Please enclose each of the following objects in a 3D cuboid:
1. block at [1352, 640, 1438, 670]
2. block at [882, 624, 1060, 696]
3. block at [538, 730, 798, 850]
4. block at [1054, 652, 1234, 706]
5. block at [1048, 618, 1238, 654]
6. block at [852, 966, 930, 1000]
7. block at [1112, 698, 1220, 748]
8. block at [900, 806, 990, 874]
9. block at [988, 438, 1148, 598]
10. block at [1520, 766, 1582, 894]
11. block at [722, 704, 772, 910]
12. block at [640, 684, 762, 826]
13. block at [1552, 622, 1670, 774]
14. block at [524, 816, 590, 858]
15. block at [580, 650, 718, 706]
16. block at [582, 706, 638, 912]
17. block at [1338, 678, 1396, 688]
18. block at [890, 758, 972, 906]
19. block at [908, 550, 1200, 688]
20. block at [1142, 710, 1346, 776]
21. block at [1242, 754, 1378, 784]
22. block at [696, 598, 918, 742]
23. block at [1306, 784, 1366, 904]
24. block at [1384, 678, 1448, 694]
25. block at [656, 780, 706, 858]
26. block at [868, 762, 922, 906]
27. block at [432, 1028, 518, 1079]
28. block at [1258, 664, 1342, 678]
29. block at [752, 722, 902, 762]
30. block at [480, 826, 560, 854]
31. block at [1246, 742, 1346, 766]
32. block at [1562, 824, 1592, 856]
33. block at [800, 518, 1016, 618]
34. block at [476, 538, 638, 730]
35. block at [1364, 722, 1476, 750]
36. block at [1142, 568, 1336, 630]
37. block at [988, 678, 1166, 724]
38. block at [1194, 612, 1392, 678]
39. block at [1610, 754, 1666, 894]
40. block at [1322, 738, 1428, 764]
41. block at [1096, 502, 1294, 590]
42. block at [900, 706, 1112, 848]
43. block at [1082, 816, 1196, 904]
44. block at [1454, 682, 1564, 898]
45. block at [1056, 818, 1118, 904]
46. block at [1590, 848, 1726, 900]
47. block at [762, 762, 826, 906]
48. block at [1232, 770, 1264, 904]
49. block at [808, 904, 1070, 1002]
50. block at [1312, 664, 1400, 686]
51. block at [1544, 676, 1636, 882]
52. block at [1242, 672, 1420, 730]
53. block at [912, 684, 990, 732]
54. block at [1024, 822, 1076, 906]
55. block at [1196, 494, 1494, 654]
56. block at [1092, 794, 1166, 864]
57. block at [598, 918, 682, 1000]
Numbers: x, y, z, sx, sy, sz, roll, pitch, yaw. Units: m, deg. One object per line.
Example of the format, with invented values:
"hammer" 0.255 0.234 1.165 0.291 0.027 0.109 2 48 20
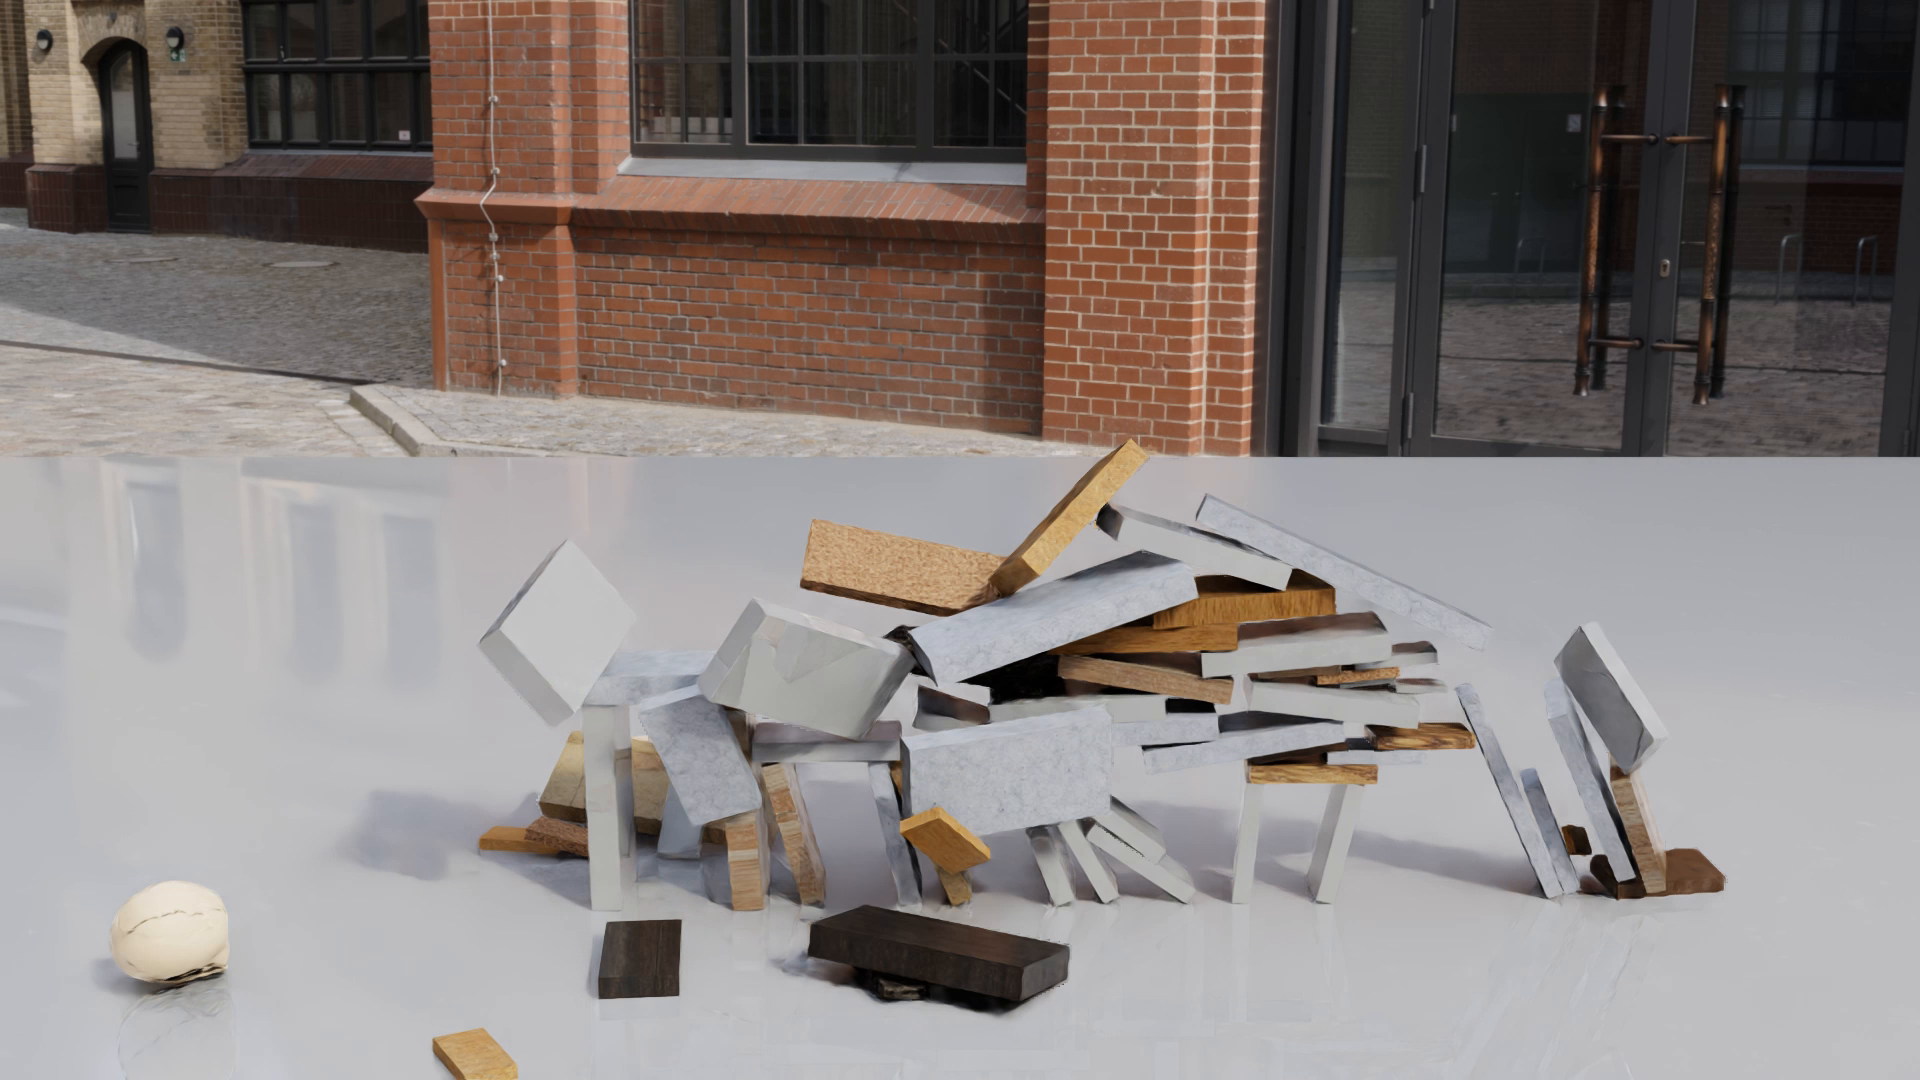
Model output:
"block" 0.702 0.187 3.568 0.133 0.019 0.067 -5 12 2
"block" 0.015 0.199 3.658 0.293 0.040 0.142 9 13 16
"block" -0.525 0.451 3.970 0.434 0.047 0.166 7 48 14
"block" 0.298 0.208 3.600 0.283 0.040 0.142 10 12 -2
"block" 0.293 0.142 3.576 0.301 0.043 0.151 -2 13 2
"block" -0.104 0.648 3.276 0.072 0.020 0.144 4 8 -22
"block" 0.283 0.299 3.601 0.269 0.038 0.135 -4 12 2
"block" -0.022 0.456 3.335 0.072 0.144 0.020 -24 45 23
"block" 0.175 -0.035 3.560 0.292 0.041 0.146 -47 4 -25
"block" 0.990 0.487 3.689 0.028 0.194 0.097 -21 10 13
"block" -0.359 0.418 3.641 0.049 0.346 0.173 -4 11 0
"block" -0.409 0.339 3.483 0.117 0.234 0.033 -16 29 6
"block" 1.045 0.253 3.536 0.031 0.111 0.221 -14 60 -22
"block" -0.685 0.525 3.875 0.144 0.020 0.072 15 13 8
"block" -0.485 0.224 3.597 0.346 0.049 0.173 0 11 0
"block" -0.579 0.419 3.640 0.049 0.346 0.173 -1 11 0
"block" 0.660 0.225 3.581 0.091 0.013 0.045 -6 12 1
"block" -0.047 0.471 3.647 0.035 0.250 0.125 -24 10 4
"block" 0.145 0.117 3.480 0.434 0.049 0.173 -19 16 -8
"block" 0.459 0.320 3.604 0.324 0.038 0.135 -10 11 3
"block" 0.576 0.372 3.625 0.206 0.029 0.103 0 11 0
"block" -0.236 0.207 3.445 0.331 0.166 0.047 20 20 -45
"block" 0.623 0.488 3.650 0.029 0.206 0.103 13 10 -2
"block" 0.747 0.239 3.598 0.091 0.013 0.045 0 13 -13
"block" -0.486 0.493 3.877 0.072 0.020 0.144 0 53 9
"block" -0.108 0.470 3.647 0.034 0.242 0.121 -13 10 2
"block" -0.660 0.705 2.993 0.072 0.020 0.144 -6 12 -30
"block" 0.550 0.202 3.572 0.133 0.019 0.067 -4 12 7
"block" -0.218 0.333 3.628 0.242 0.034 0.121 -1 10 0
"block" -0.774 0.534 3.915 0.144 0.020 0.072 2 11 10
"block" 0.547 0.334 3.610 0.163 0.023 0.081 -10 11 3
"block" 1.029 0.501 3.668 0.013 0.045 0.091 -21 -20 29
"block" -0.081 0.056 3.639 0.353 0.117 0.033 11 -31 -6
"block" -0.629 0.142 3.472 0.049 0.173 0.346 -34 14 20
"block" 0.756 0.323 3.619 0.163 0.023 0.081 0 10 -5
"block" 0.440 0.094 3.574 0.302 0.043 0.151 -4 13 -10
"block" 0.192 0.264 3.607 0.284 0.040 0.142 -3 12 3
"block" 0.538 0.169 3.584 0.301 0.043 0.151 -5 12 2
"block" 1.115 0.457 3.613 0.031 0.221 0.111 -14 25 23
"block" 0.680 0.347 3.618 0.163 0.023 0.081 0 11 0
"block" 0.375 0.008 3.542 0.292 0.041 0.146 16 8 -13
"block" 0.073 0.368 3.430 0.331 0.166 0.047 -7 22 -18
"block" 0.297 0.523 3.656 0.203 0.029 0.101 34 9 -6
"block" 0.913 0.416 3.663 0.028 0.366 0.097 -24 8 8
"block" 0.199 0.497 3.651 0.029 0.203 0.101 -30 9 5
"block" 1.172 0.561 3.698 0.194 0.028 0.097 -2 22 -12
"block" -0.275 0.470 3.651 0.034 0.242 0.121 -15 10 2
"block" 0.477 0.488 3.648 0.029 0.206 0.103 6 11 5
"block" -0.031 0.611 3.271 0.347 0.049 0.173 7 4 25
"block" 0.642 0.211 3.576 0.133 0.019 0.067 -6 12 1
"block" 1.031 0.393 3.598 0.031 0.340 0.111 -20 23 20
"block" 0.601 0.255 3.577 0.269 0.038 0.135 7 12 0
"block" 0.044 0.310 3.611 0.250 0.035 0.125 18 12 -6
"block" 0.132 0.468 3.646 0.035 0.250 0.125 -20 9 8
"block" 0.620 0.051 3.571 0.500 0.041 0.146 25 6 4
"block" 0.248 0.450 3.643 0.203 0.029 0.101 36 9 -6
"block" -0.483 0.634 3.339 0.117 0.033 0.234 -1 11 -6
